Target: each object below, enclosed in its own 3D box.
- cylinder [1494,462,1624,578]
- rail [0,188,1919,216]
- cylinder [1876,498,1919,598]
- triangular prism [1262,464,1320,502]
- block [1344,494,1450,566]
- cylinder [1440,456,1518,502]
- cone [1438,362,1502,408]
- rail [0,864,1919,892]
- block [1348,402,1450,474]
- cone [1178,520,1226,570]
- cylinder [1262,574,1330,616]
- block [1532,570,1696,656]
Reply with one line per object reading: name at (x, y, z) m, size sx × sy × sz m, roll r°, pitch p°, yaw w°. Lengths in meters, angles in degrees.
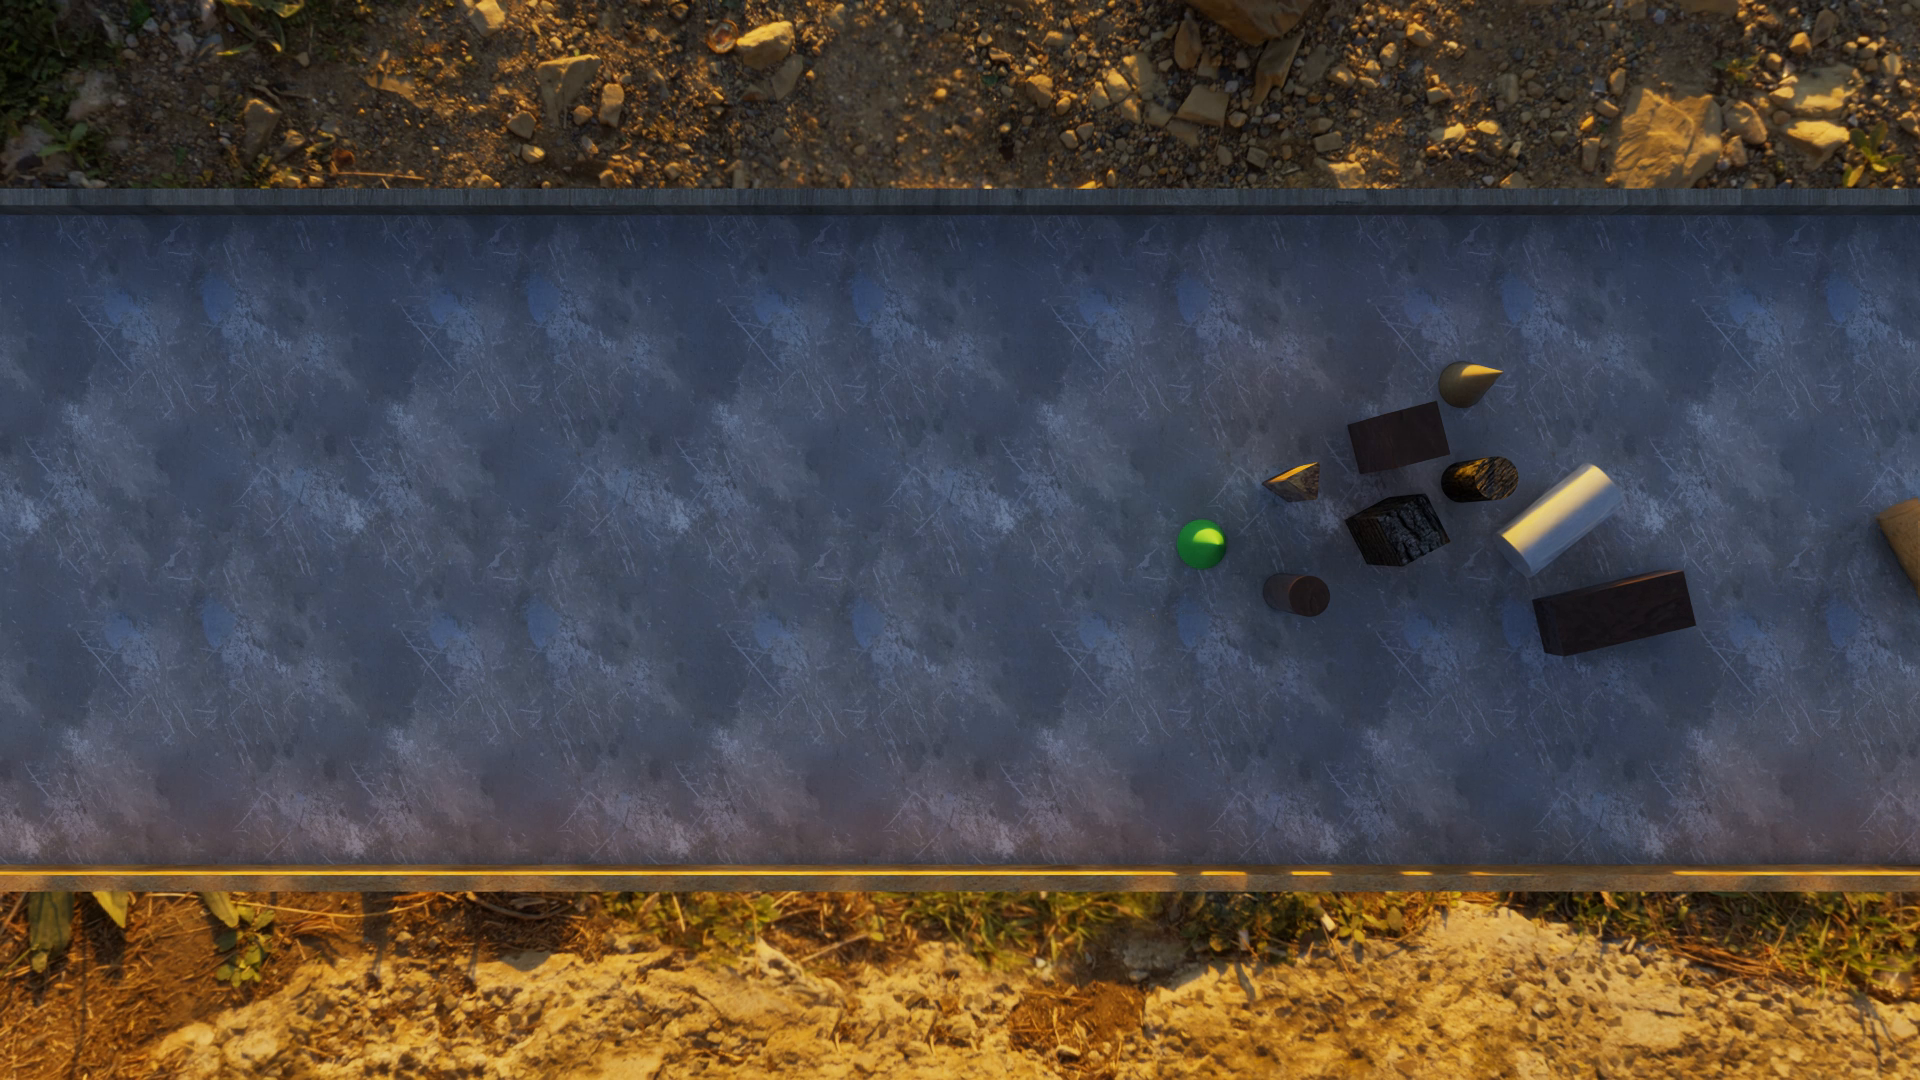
cylinder at (1.809, -0.060, 4.992) m, size 0.347 × 0.170 × 0.170 m, roll -38°, pitch 90°, yaw 0°
rail at (-2.247, -1.025, 5.002) m, size 12.000 × 0.150 × 0.050 m, roll 0°, pitch 90°, yaw 0°
cylinder at (2.928, 0.046, 5.008) m, size 0.137 × 0.137 × 0.318 m, roll -28°, pitch 90°, yaw 0°
triangular prism at (0.996, -0.182, 4.882) m, size 0.103 × 0.389 × 0.090 m, roll 34°, pitch 90°, yaw 0°
block at (1.286, -0.028, 4.874) m, size 0.154 × 0.405 × 0.154 m, roll -27°, pitch 90°, yaw 0°
cylinder at (1.543, -0.178, 4.909) m, size 0.126 × 0.334 × 0.126 m, roll 0°, pitch 90°, yaw 0°
cone at (1.545, -0.478, 4.883) m, size 0.145 × 0.388 × 0.145 m, roll 0°, pitch 90°, yaw 0°
rail at (-2.247, 1.025, 5.001) m, size 12.000 × 0.150 × 0.050 m, roll 0°, pitch 90°, yaw 0°
block at (1.287, -0.298, 4.861) m, size 0.156 × 0.431 × 0.156 m, roll -14°, pitch 90°, yaw 0°
cone at (0.745, 0.013, 4.914) m, size 0.154 × 0.325 × 0.154 m, roll 0°, pitch 90°, yaw 0°
cylinder at (0.990, 0.160, 4.874) m, size 0.116 × 0.405 × 0.116 m, roll 0°, pitch 90°, yaw 0°
block at (1.976, 0.219, 4.993) m, size 0.403 × 0.168 × 0.168 m, roll -13°, pitch 90°, yaw 0°
